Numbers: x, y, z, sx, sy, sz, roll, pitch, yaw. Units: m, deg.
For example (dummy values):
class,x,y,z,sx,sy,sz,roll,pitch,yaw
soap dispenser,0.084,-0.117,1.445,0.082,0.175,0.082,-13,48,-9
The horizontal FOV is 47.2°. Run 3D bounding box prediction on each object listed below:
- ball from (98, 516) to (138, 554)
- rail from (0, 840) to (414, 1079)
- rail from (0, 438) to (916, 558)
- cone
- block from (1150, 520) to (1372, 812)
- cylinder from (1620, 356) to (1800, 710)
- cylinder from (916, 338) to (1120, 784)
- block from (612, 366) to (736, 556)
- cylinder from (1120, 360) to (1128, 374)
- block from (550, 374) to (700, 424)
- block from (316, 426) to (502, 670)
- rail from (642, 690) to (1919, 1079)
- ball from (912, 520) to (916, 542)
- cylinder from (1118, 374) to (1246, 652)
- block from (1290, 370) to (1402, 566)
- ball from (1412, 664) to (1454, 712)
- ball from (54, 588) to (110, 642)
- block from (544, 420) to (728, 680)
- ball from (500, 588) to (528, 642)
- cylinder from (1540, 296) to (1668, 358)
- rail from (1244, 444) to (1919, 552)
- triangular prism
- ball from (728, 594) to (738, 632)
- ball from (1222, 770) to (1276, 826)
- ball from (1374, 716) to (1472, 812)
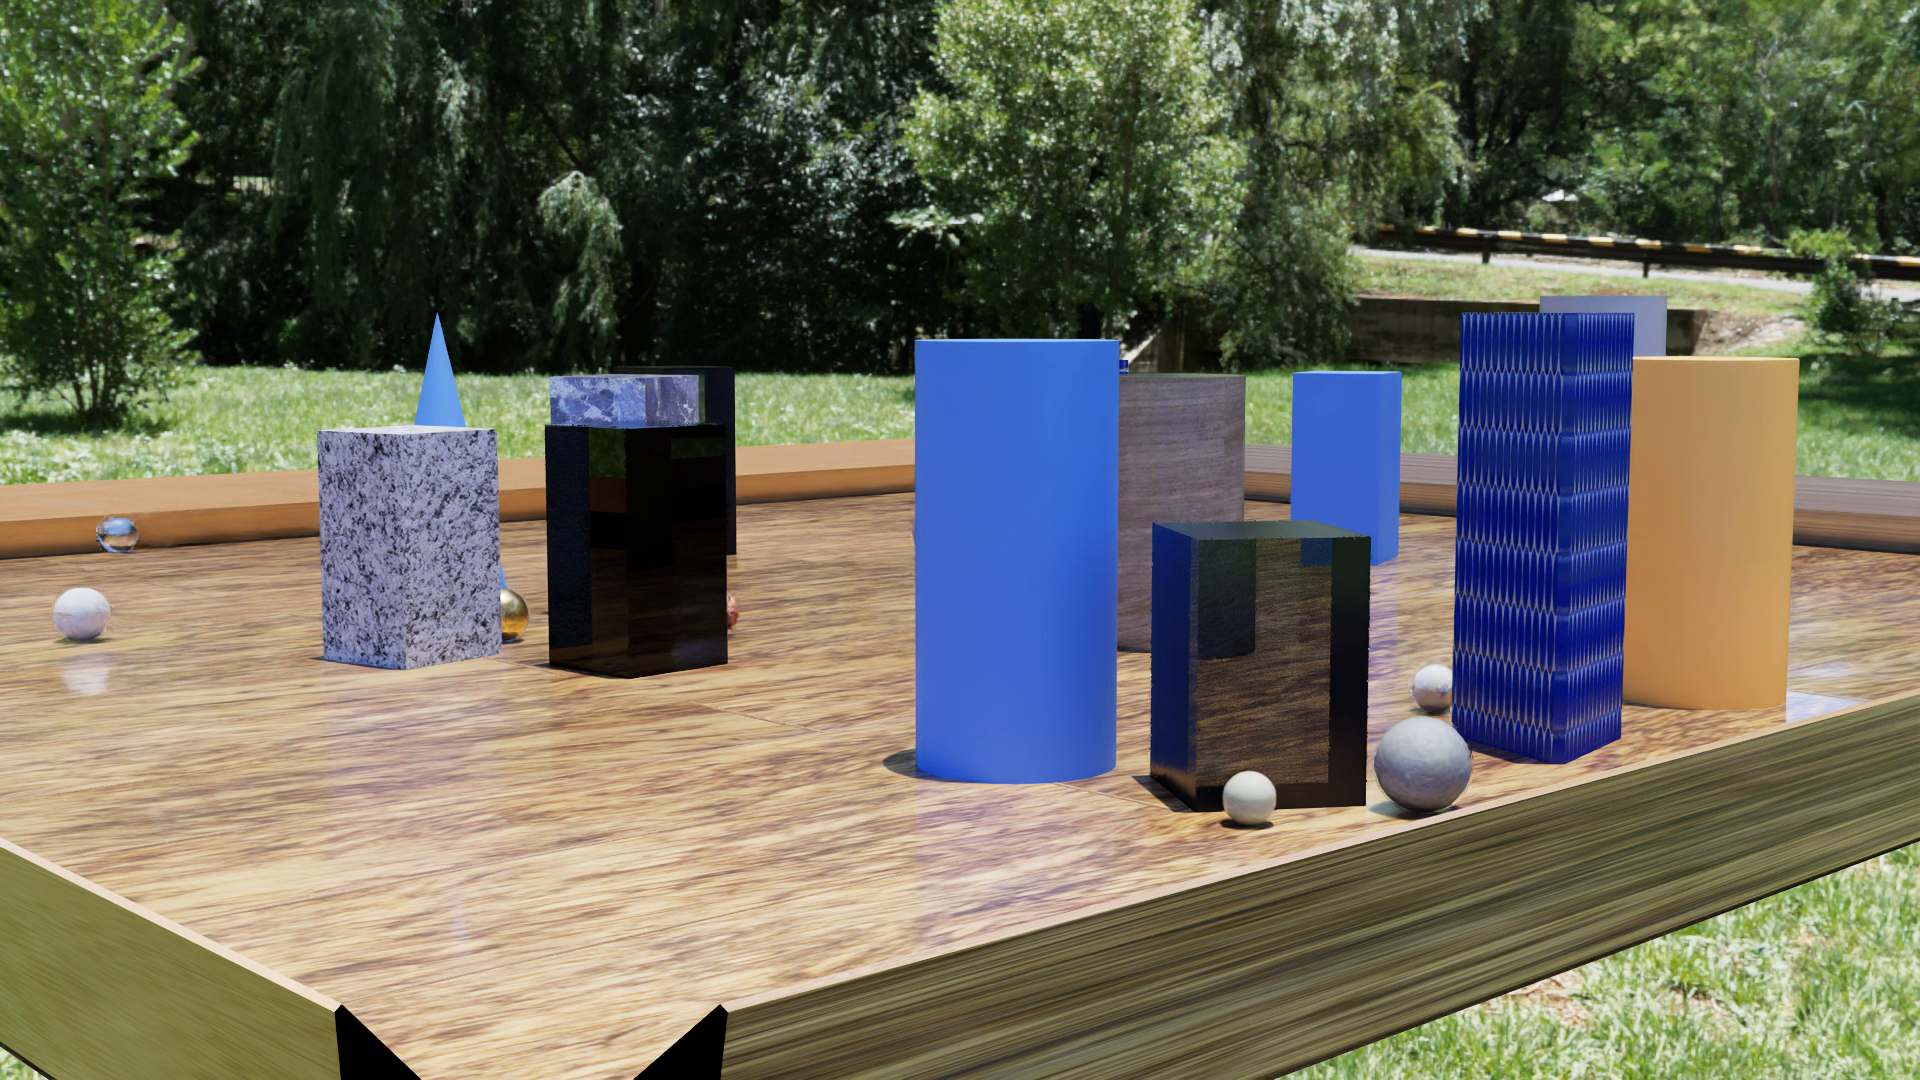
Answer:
class,x,y,z,sx,sy,sz,roll,pitch,yaw
ball,-1.549,-0.010,4.048,0.069,0.069,0.069,0,6,0
rail,-1.301,0.158,2.137,0.045,0.129,3.293,-5,8,-42
rail,-1.101,-0.090,4.518,3.589,0.129,0.045,-5,8,-42
cone,-0.732,-0.100,3.103,0.198,0.443,0.198,0,6,0
block,0.274,0.112,2.035,0.159,0.244,0.159,-1,6,-10
cylinder,0.855,-0.014,2.537,0.198,0.390,0.198,0,6,0
cylinder,0.055,0.013,2.152,0.198,0.416,0.198,0,6,0
block,-0.521,-0.144,4.018,0.159,0.343,0.159,-5,8,-41
cylinder,0.236,-0.186,4.393,0.198,0.347,0.198,0,6,0
block,-0.494,-0.069,3.265,0.159,0.348,0.159,2,6,22
block,-0.706,0.005,2.827,0.159,0.293,0.159,4,7,35
rail,1.101,0.157,2.145,3.589,0.129,0.045,-5,8,-42
ball,-0.039,-0.016,3.987,0.094,0.094,0.094,0,6,0
cylinder,0.280,-0.041,2.945,0.198,0.359,0.198,0,6,0
block,0.693,-0.133,3.946,0.159,0.335,0.159,3,7,24
ball,0.529,0.165,2.445,0.053,0.053,0.053,0,6,0
ball,-1.187,0.100,2.972,0.073,0.073,0.073,0,6,0
block,-0.406,0.006,2.760,0.159,0.303,0.159,5,8,42
ball,-0.620,0.101,2.971,0.072,0.072,0.072,0,6,0
cylinder,1.040,-0.162,3.580,0.198,0.468,0.198,0,6,0
rail,1.301,-0.091,4.526,0.045,0.129,3.293,-5,8,-42
triangular prism,0.579,-0.011,2.254,0.149,0.442,0.172,4,7,36
ball,-0.337,0.099,3.014,0.066,0.066,0.066,0,6,0
ball,0.251,0.224,1.910,0.047,0.047,0.047,0,6,0
ball,0.413,0.200,1.959,0.085,0.085,0.085,0,6,0
